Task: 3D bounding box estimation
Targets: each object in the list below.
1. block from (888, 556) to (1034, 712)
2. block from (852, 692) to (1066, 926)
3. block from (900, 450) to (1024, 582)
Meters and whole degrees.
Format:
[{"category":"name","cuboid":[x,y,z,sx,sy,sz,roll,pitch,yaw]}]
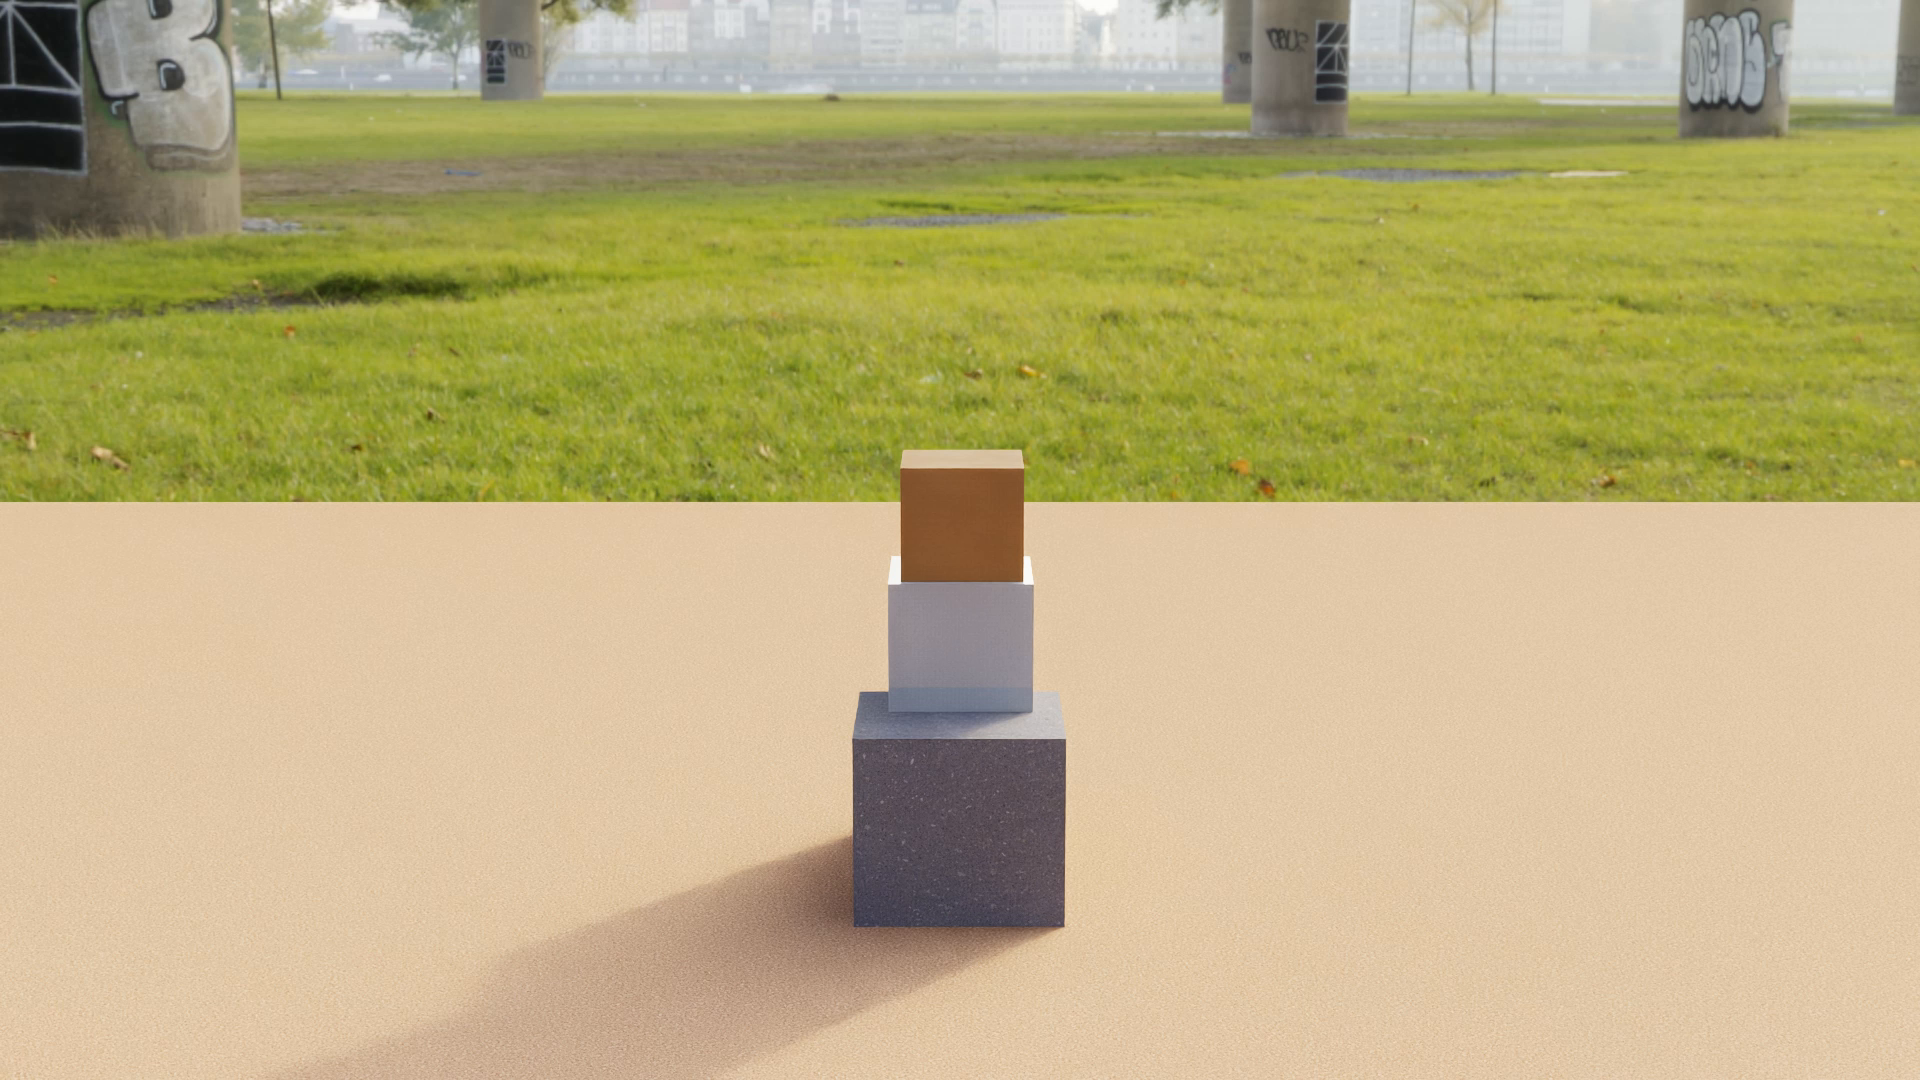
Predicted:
[{"category":"block","cuboid":[0.004,0.406,11.254,0.619,0.559,0.635,0,10,0]},{"category":"block","cuboid":[-0.003,1.141,11.029,0.880,0.808,0.827,0,10,0]},{"category":"block","cuboid":[0.010,-0.110,11.160,0.524,0.490,0.541,0,10,0]}]
